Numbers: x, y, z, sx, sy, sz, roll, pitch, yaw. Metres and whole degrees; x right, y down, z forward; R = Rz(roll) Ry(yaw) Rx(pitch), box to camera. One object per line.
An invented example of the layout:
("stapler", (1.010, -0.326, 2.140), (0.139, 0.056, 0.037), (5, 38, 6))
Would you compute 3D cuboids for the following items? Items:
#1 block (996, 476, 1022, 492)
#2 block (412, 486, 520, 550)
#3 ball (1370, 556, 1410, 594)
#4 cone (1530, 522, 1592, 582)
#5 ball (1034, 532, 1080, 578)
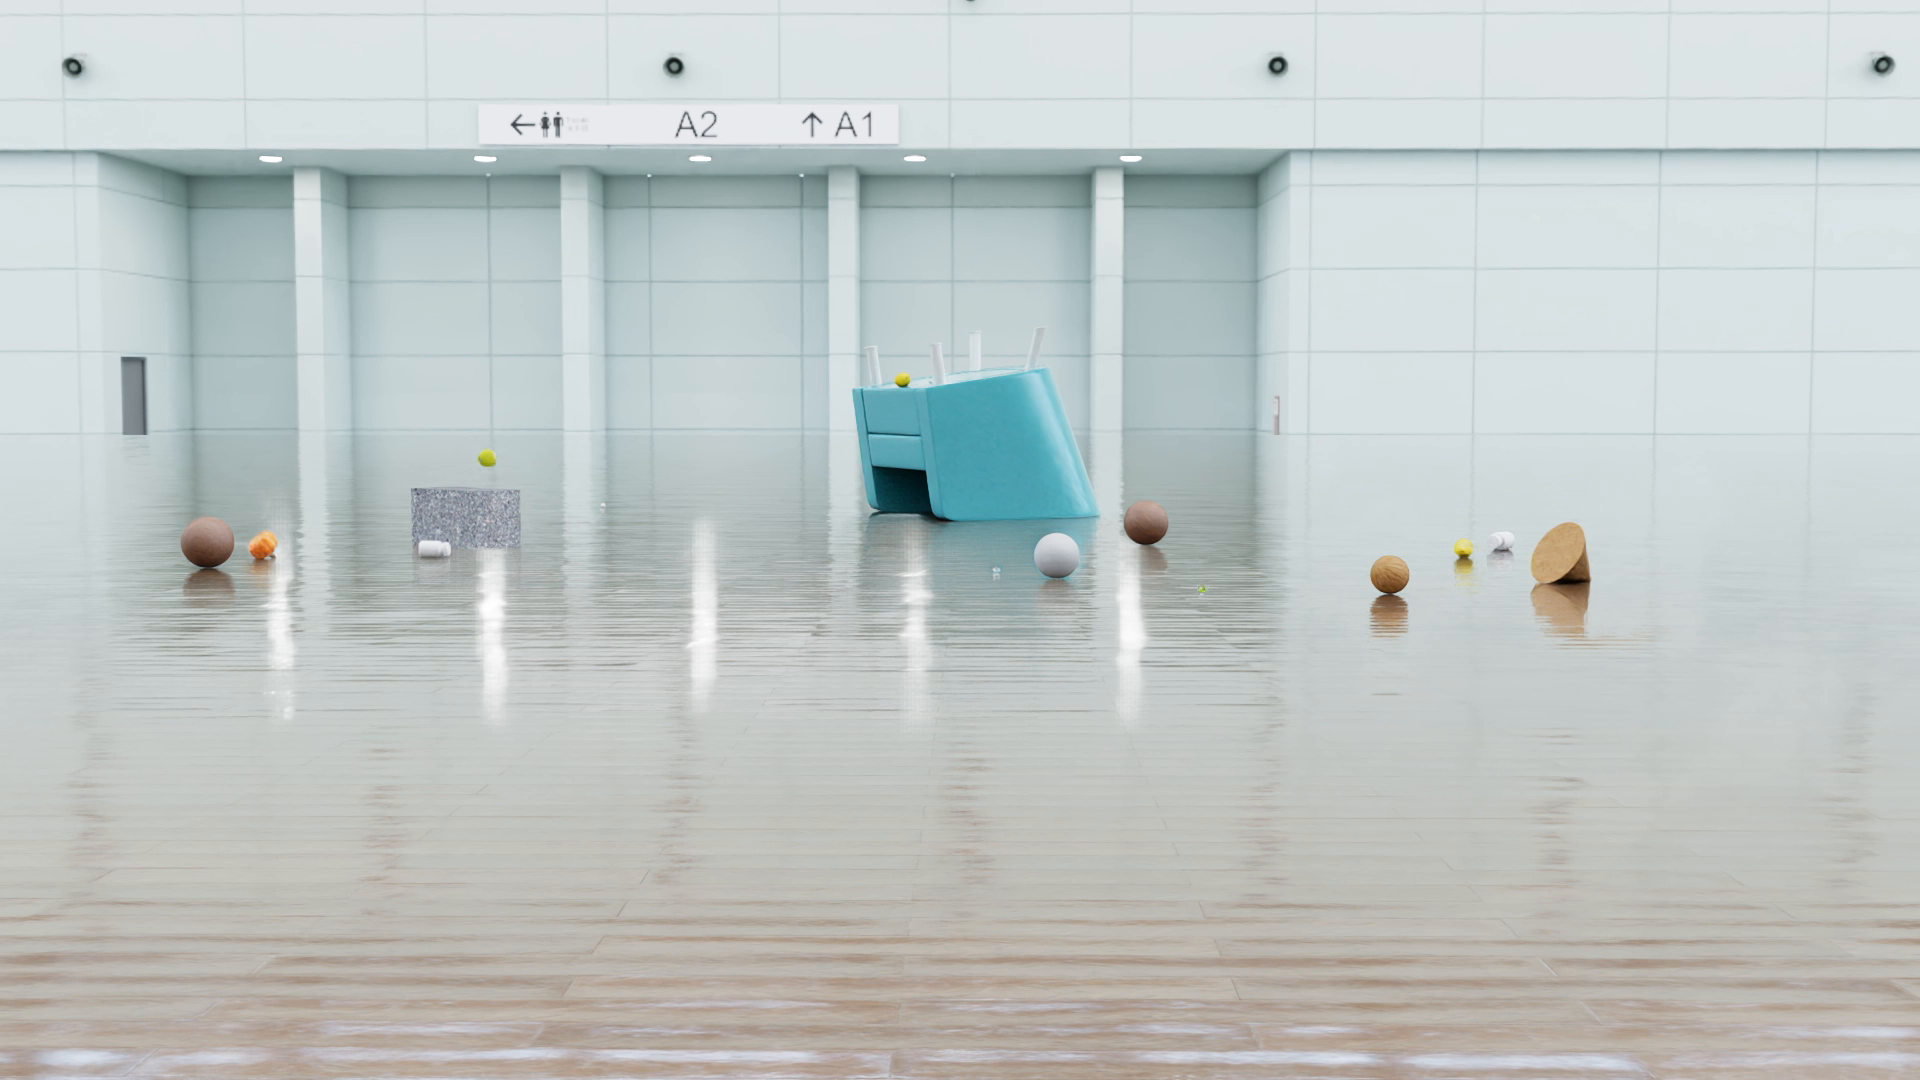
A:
("block", (0.215, -0.245, 9.619), (0.111, 0.067, 0.110), (0, 4, -1))
("block", (-1.418, -0.065, 6.307), (0.318, 0.163, 0.147), (3, 5, 42))
("ball", (0.942, 0.076, 4.819), (0.085, 0.085, 0.085), (0, 4, 0))
("cone", (1.436, 0.062, 5.140), (0.130, 0.163, 0.149), (34, -19, -26))
("ball", (0.229, 0.037, 5.209), (0.109, 0.109, 0.109), (0, 4, 0))
